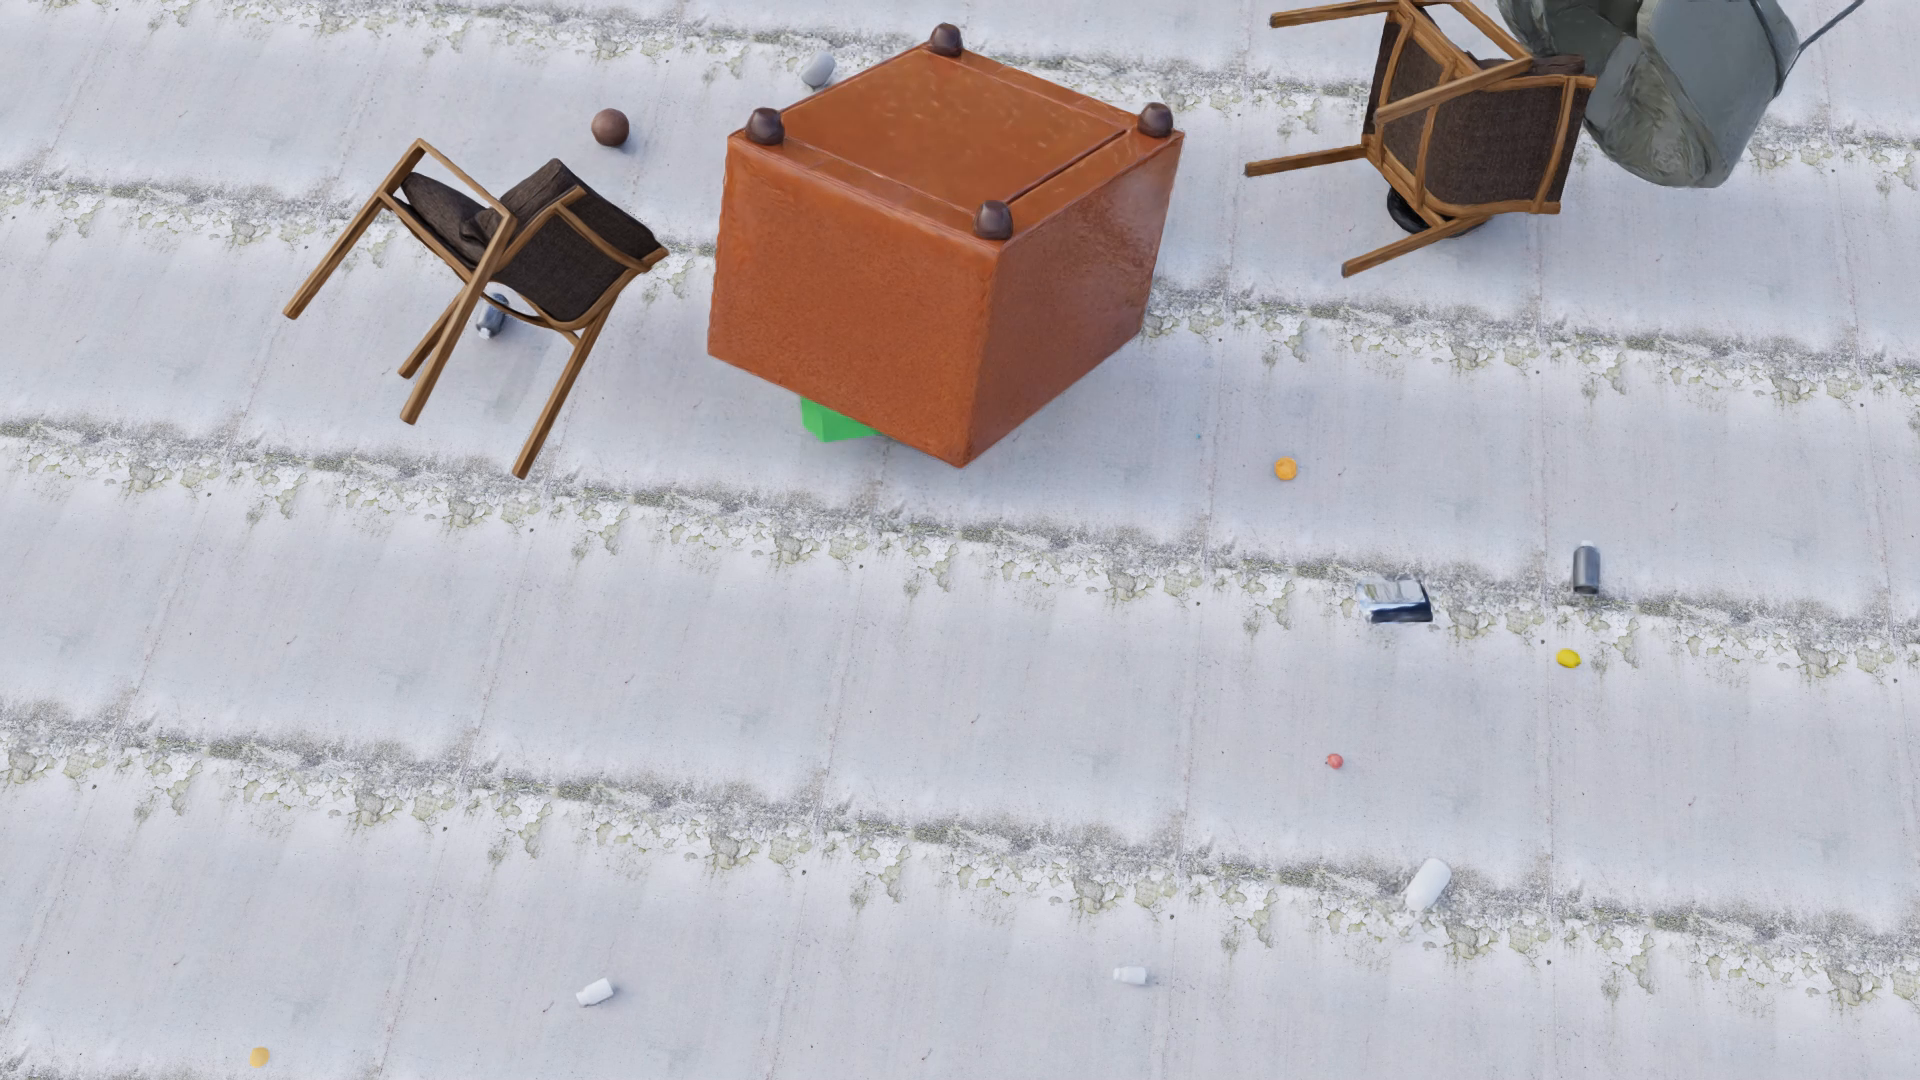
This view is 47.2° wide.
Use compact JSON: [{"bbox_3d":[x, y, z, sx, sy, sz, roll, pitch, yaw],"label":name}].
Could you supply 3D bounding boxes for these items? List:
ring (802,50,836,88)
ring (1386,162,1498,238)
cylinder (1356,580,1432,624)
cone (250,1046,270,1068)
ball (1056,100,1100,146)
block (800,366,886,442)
[{"bbox_3d":[-0.489,-1.623,7.577,0.078,0.150,0.094,26,49,-23],"label":"ring"},{"bbox_3d":[1.600,-1.128,7.291,0.389,0.066,0.314,-22,60,-15],"label":"ring"},{"bbox_3d":[1.245,0.179,6.305,0.176,0.072,0.192,-2,32,-2],"label":"cylinder"},{"bbox_3d":[-1.809,1.318,5.652,0.051,0.062,0.057,15,57,10],"label":"cone"},{"bbox_3d":[0.397,-1.408,7.428,0.150,0.150,0.150,0,56,0],"label":"ball"},{"bbox_3d":[-0.356,-0.412,6.660,0.197,0.160,0.204,-9,20,-19],"label":"block"}]
